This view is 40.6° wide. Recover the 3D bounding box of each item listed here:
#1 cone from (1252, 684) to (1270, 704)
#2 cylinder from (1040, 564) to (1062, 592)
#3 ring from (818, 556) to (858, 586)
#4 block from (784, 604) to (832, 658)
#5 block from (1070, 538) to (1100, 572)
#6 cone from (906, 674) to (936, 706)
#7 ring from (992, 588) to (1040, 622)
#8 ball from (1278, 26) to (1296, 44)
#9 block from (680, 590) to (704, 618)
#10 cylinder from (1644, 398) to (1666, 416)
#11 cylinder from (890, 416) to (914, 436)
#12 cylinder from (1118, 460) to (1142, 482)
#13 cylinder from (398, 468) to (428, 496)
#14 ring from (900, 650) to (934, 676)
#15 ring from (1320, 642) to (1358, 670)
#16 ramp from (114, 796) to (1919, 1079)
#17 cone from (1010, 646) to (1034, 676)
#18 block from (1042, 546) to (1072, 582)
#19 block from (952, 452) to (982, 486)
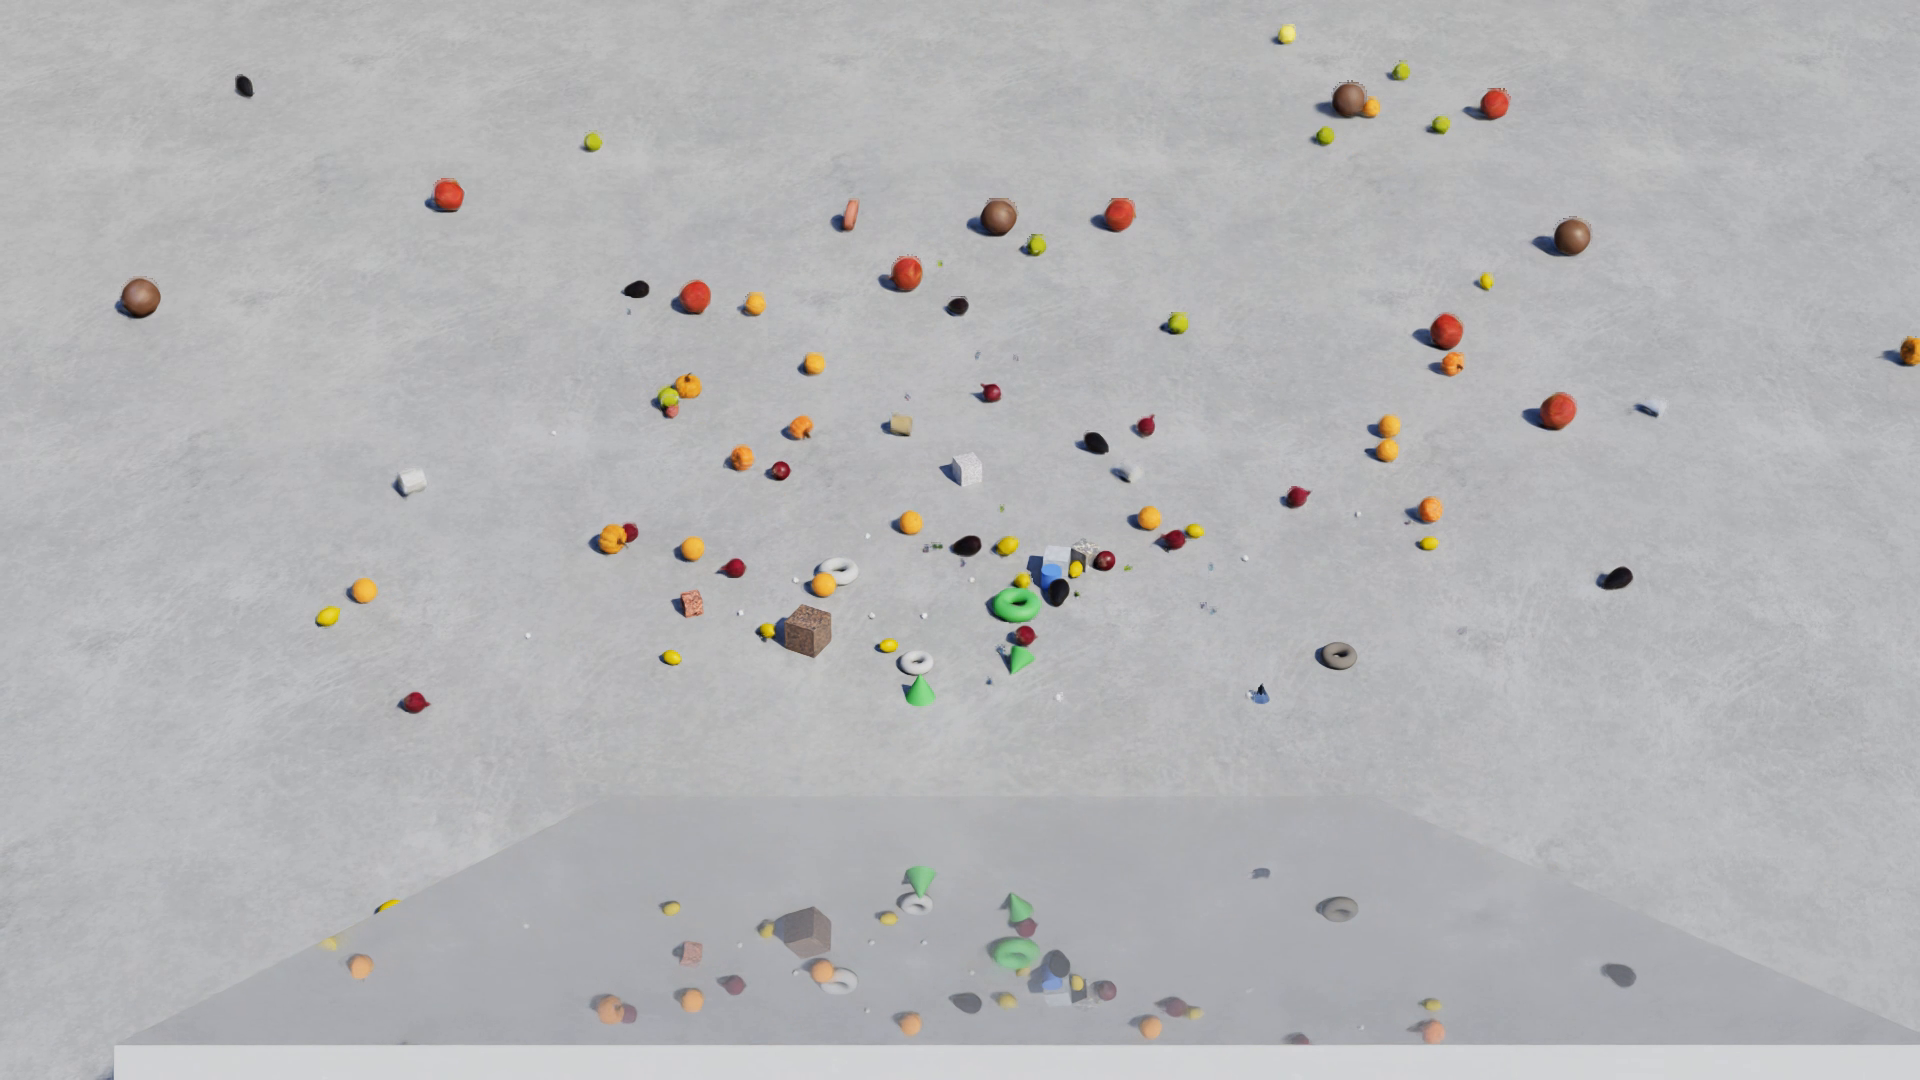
[{"bbox_3d":[0.845,0.423,7.286,0.052,0.052,0.052,0,35,0],"label":"cone"},{"bbox_3d":[0.271,0.113,7.724,0.060,0.060,0.060,0,35,0],"label":"cylinder"},{"bbox_3d":[-0.363,0.093,7.771,0.121,0.040,0.121,1,35,-1],"label":"ring"},{"bbox_3d":[-0.437,0.262,7.478,0.098,0.098,0.098,17,38,23],"label":"block"},{"bbox_3d":[0.374,0.046,7.815,0.065,0.065,0.065,27,43,33],"label":"block"},{"bbox_3d":[-0.111,0.407,7.281,0.085,0.085,0.085,0,35,0],"label":"cone"},{"bbox_3d":[0.165,0.190,7.626,0.140,0.047,0.140,1,36,0],"label":"ring"},{"bbox_3d":[1.373,-2.123,10.914,0.075,0.075,0.075,0,35,0],"label":"ball"},{"bbox_3d":[-0.787,0.187,7.624,0.054,0.054,0.054,-11,36,-16],"label":"block"},{"bbox_3d":[2.281,-0.436,8.519,0.050,0.050,0.050,28,43,34],"label":"cylinder"},{"bbox_3d":[-0.188,-0.372,8.417,0.060,0.060,0.060,7,35,10],"label":"cylinder"},{"bbox_3d":[0.538,-0.216,8.201,0.053,0.053,0.053,-24,41,-30],"label":"cylinder"},{"bbox_3d":[-1.717,-0.183,8.139,0.070,0.070,0.070,-18,39,-24],"label":"cylinder"},{"bbox_3d":[-0.123,0.349,7.410,0.097,0.032,0.097,-1,36,1],"label":"ring"},{"bbox_3d":[1.084,0.331,7.434,0.104,0.035,0.104,0,36,0],"label":"ring"},{"bbox_3d":[0.077,0.663,4.831,2.000,0.100,4.000,0,-2,0],"label":"ramp"},{"bbox_3d":[0.162,0.354,7.401,0.077,0.077,0.077,18,66,24],"label":"cone"},{"bbox_3d":[0.290,0.070,7.773,0.074,0.074,0.074,6,35,8],"label":"block"},{"bbox_3d":[0.023,-0.223,8.196,0.070,0.070,0.070,-14,37,-20],"label":"block"}]
